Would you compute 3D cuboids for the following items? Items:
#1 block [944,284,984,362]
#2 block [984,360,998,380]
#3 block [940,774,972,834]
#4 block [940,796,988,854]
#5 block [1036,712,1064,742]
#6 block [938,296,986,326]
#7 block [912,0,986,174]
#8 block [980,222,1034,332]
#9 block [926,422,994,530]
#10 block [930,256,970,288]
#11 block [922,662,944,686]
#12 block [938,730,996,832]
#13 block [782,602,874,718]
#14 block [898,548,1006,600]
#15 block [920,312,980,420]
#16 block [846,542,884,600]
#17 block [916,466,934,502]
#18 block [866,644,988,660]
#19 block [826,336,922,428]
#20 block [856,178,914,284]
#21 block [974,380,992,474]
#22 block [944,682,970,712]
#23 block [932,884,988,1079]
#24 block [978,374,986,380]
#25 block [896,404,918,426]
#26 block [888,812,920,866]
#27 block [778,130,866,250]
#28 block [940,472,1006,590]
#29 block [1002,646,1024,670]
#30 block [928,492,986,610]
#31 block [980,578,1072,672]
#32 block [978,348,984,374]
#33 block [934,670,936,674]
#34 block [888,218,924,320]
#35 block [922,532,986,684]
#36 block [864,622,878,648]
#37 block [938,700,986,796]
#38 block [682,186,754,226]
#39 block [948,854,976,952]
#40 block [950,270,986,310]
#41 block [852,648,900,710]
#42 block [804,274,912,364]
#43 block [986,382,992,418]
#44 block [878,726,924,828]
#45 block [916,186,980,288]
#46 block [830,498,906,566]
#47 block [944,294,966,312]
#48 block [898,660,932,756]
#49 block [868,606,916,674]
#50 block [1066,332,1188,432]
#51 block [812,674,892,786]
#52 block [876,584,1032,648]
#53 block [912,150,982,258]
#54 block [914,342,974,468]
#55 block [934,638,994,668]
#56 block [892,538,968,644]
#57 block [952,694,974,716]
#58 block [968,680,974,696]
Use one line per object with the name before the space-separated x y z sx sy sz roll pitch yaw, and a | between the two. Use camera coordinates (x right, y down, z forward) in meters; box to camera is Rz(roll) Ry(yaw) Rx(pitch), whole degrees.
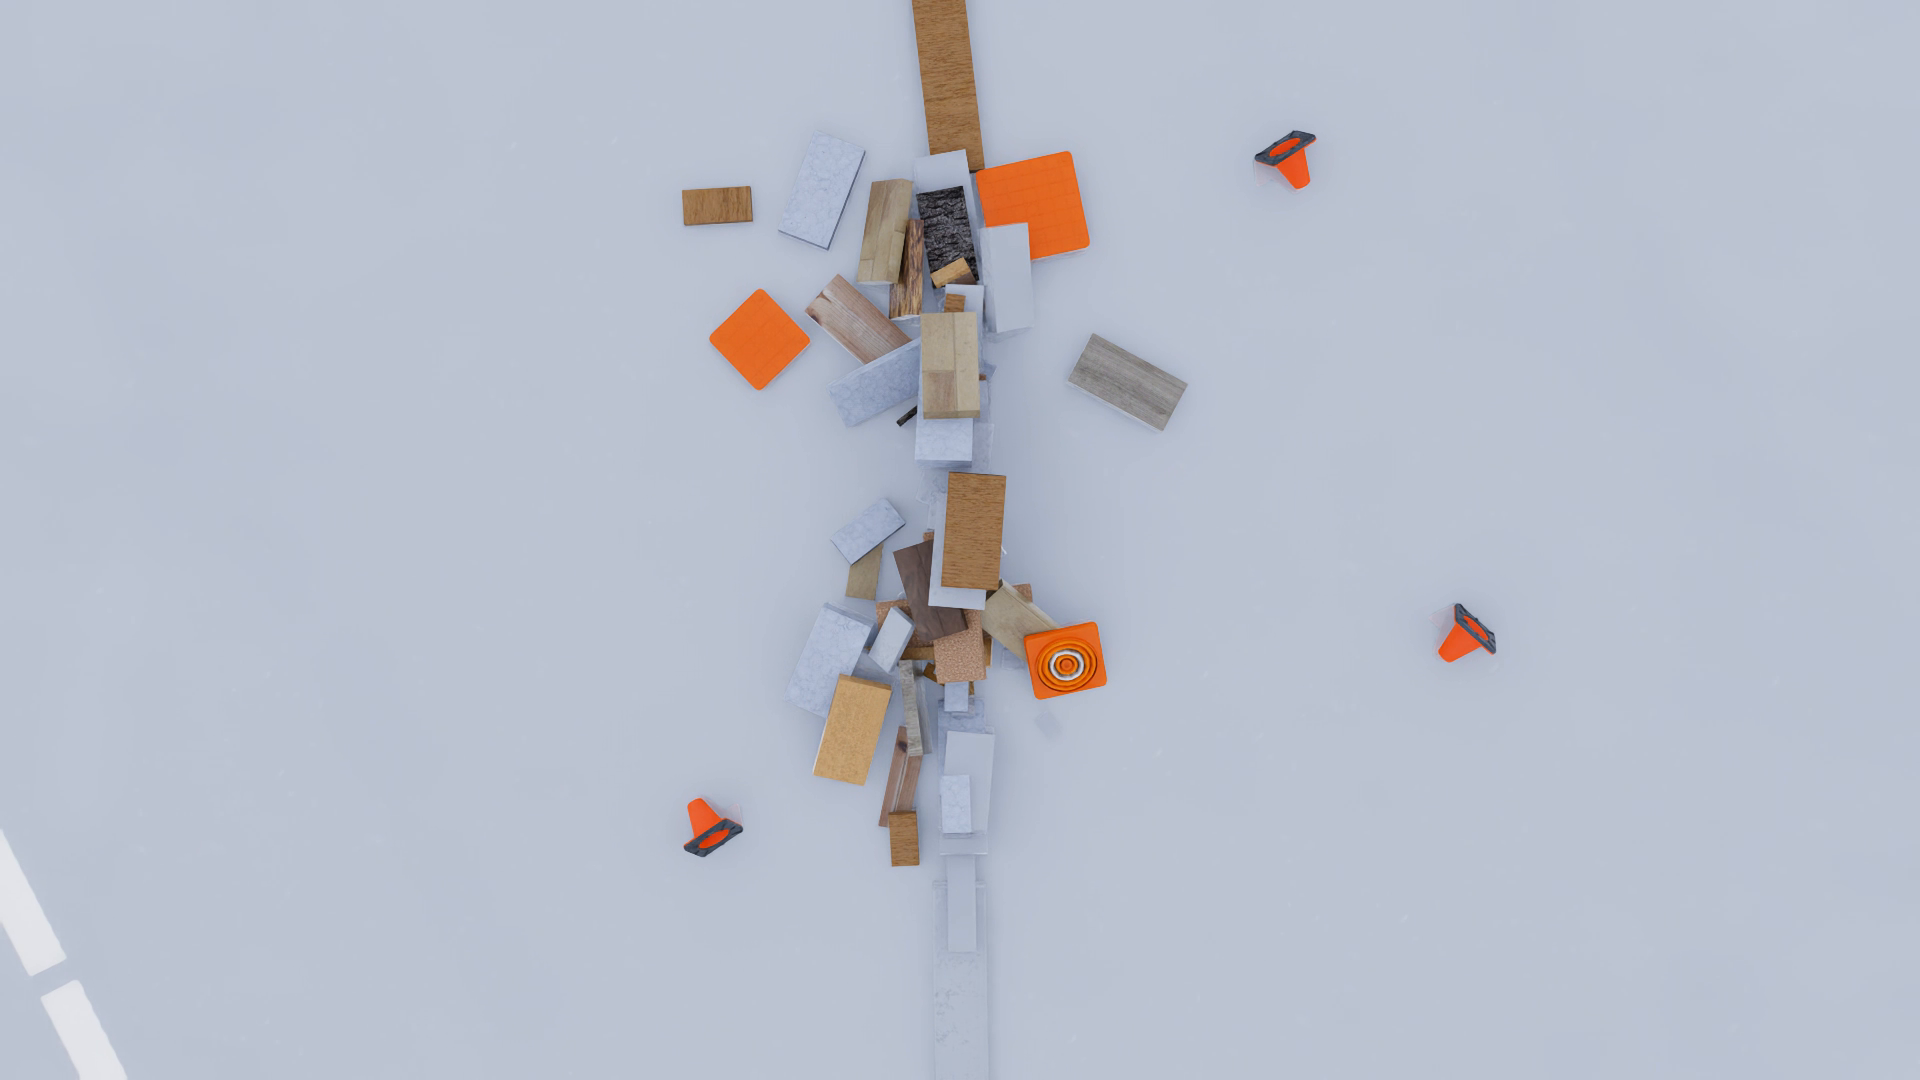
block | 0.011 -0.707 5.373 0.123 0.035 0.247 3 97 1
block | 0.065 -0.577 5.475 0.106 0.015 0.053 25 120 -5
block | -0.013 0.852 5.314 0.092 0.026 0.184 -2 75 0
block | 0.010 0.876 5.435 0.156 0.044 0.311 -1 75 0
block | 0.300 0.623 5.493 0.047 0.013 0.094 -38 90 0
block | 0.012 -0.755 5.441 0.158 0.022 0.079 36 119 -25
block | -0.056 -1.657 5.475 0.175 0.050 0.885 -7 90 0
block | 0.155 -0.857 5.386 0.168 0.048 0.336 -17 110 -38
block | 0.002 -0.201 5.265 0.178 0.050 0.355 6 85 -1
block | -0.032 -0.872 5.384 0.123 0.017 0.062 -28 47 3
block | -0.078 0.445 5.467 0.094 0.013 0.047 26 90 36
block | 0.023 0.785 5.367 0.156 0.044 0.311 5 75 2
block | -0.433 0.399 5.409 0.175 0.049 0.349 24 104 -1
block | -0.027 0.113 5.398 0.377 0.027 0.095 -35 94 13
block | -0.031 -0.556 5.242 0.179 0.051 0.357 -2 66 0
block | -0.317 0.097 5.486 0.098 0.028 0.196 9 90 0
block | -0.071 -0.211 5.317 0.095 0.027 0.190 16 94 0
block | -0.132 0.373 5.442 0.444 0.013 0.047 -2 113 11
block | -0.243 -0.524 5.438 0.370 0.044 0.155 -27 124 0
block | -0.248 -1.011 5.420 0.048 0.168 0.336 9 90 -39
block | 0.013 -0.344 5.343 0.167 0.047 0.335 -4 94 1
block | -0.010 0.484 5.408 0.077 0.022 0.154 0 85 10
block | 0.004 1.607 5.475 0.175 0.049 0.914 -1 90 0
block | 0.016 -0.426 5.448 0.123 0.035 0.247 4 107 0
block | -0.158 -0.422 5.469 0.123 0.062 0.017 -38 90 0
block | -0.185 0.990 5.464 0.092 0.026 0.184 -3 104 0
block | -0.458 -1.159 5.475 0.175 0.050 0.350 21 90 0
block | 0.042 -0.028 5.150 0.179 0.051 0.357 4 95 -1
block | 0.181 0.361 5.490 0.071 0.020 0.142 6 90 0
block | 0.004 0.035 5.207 0.178 0.050 0.355 5 95 -1
block | 0.197 0.281 5.397 0.321 0.046 0.161 39 108 -22
block | 0.016 -0.588 5.440 0.123 0.035 0.247 -3 105 2
block | -0.021 0.378 5.394 0.071 0.020 0.162 25 93 11
block | -0.177 -0.887 5.421 0.044 0.155 0.311 1 90 -28
block | -0.017 0.212 5.318 0.154 0.044 0.489 -5 91 12
block | -0.263 0.309 5.490 0.142 0.020 0.071 -18 90 0
block | 0.007 0.687 5.439 0.156 0.044 0.311 -1 75 0
block | -0.806 -1.111 5.484 0.226 0.032 0.113 -4 90 0
block | 0.004 1.081 5.448 0.092 0.026 0.539 -1 82 0
block | 0.027 -0.816 5.433 0.079 0.022 0.158 -21 131 10
block | -0.361 0.431 5.459 0.321 0.046 0.161 22 104 0
block | -0.334 -0.708 5.476 0.336 0.048 0.168 42 90 0
block | 0.012 -0.354 5.426 0.167 0.047 0.335 3 107 1
block | -0.189 0.792 5.486 0.098 0.028 0.339 12 90 0
block | -0.040 -0.993 5.415 0.155 0.044 0.310 -10 100 0
block | -0.305 -0.028 5.461 0.226 0.032 0.113 -38 83 -8
block | -0.021 -0.734 5.344 0.062 0.017 0.123 8 97 0
block | -0.145 0.549 5.402 0.044 0.154 0.309 -8 83 10
block | -0.220 0.324 5.356 0.098 0.028 0.196 39 117 27
block | 0.555 -0.521 5.475 0.357 0.051 0.179 28 90 0
block | -0.355 0.624 5.417 0.175 0.049 0.349 14 105 -9
block | -0.014 0.255 5.416 0.510 0.046 0.161 -7 119 -2
block | -0.039 -1.096 5.445 0.175 0.050 0.350 -10 100 0
block | -0.043 -0.448 5.250 0.178 0.050 0.456 2 66 1
block | 0.011 0.372 5.453 0.190 0.027 0.095 0 68 11
block | -0.094 0.161 5.288 0.154 0.044 0.309 -18 88 12
block | 0.008 0.507 5.456 0.077 0.022 0.154 -2 64 0
block | 0.004 0.438 5.460 0.077 0.022 0.154 -5 67 0
